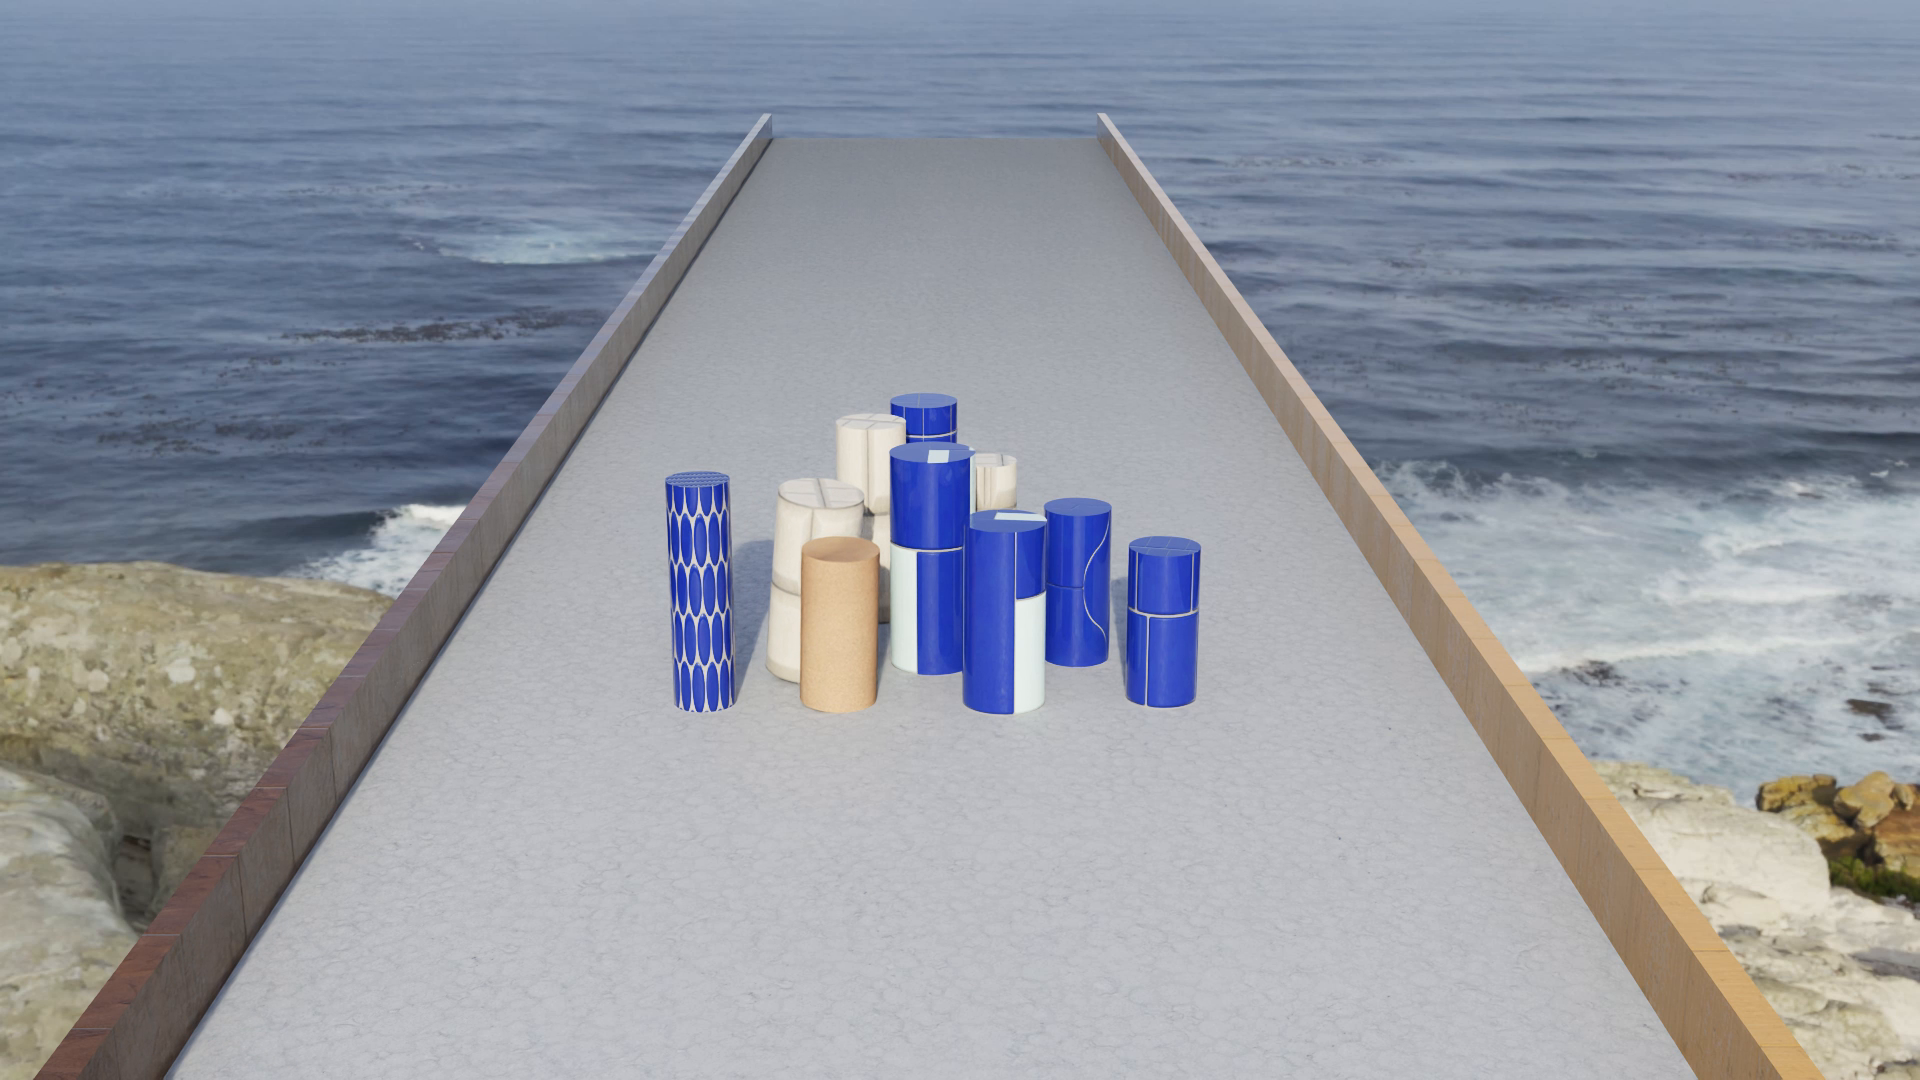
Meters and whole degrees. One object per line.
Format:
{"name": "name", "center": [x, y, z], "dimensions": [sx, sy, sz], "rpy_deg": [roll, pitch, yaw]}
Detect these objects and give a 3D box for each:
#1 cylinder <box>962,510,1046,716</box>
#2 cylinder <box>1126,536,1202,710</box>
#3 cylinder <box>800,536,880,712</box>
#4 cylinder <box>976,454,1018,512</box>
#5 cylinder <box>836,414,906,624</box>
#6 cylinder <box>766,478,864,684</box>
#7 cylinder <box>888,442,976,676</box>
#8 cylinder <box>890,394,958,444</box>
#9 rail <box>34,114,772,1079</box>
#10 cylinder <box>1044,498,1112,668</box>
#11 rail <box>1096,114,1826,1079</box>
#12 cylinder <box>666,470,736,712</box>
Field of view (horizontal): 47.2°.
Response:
{"name": "cylinder", "center": [0.083, 0.135, 4.145], "dimensions": [0.158, 0.357, 0.158], "rpy_deg": [0, 17, 0]}
{"name": "cylinder", "center": [0.385, 0.156, 4.175], "dimensions": [0.136, 0.301, 0.136], "rpy_deg": [0, 17, 0]}
{"name": "cylinder", "center": [-0.227, 0.159, 4.152], "dimensions": [0.147, 0.300, 0.147], "rpy_deg": [2, 19, -1]}
{"name": "cylinder", "center": [0.062, 0.000, 4.622], "dimensions": [0.114, 0.345, 0.114], "rpy_deg": [0, 17, 0]}
{"name": "cylinder", "center": [-0.186, -0.045, 4.638], "dimensions": [0.146, 0.421, 0.146], "rpy_deg": [0, 17, 0]}
{"name": "cylinder", "center": [-0.284, 0.079, 4.288], "dimensions": [0.167, 0.366, 0.167], "rpy_deg": [5, 20, -2]}
{"name": "cylinder", "center": [-0.054, 0.035, 4.350], "dimensions": [0.169, 0.432, 0.169], "rpy_deg": [0, 17, 0]}
{"name": "cylinder", "center": [-0.079, -0.106, 4.856], "dimensions": [0.147, 0.414, 0.147], "rpy_deg": [0, 17, 0]}
{"name": "rail", "center": [-1.118, -0.838, 7.780], "dimensions": [0.050, 0.150, 12.000], "rpy_deg": [0, 17, -1]}
{"name": "cylinder", "center": [0.233, 0.084, 4.396], "dimensions": [0.136, 0.313, 0.136], "rpy_deg": [0, 17, 0]}
{"name": "rail", "center": [0.932, -0.844, 7.801], "dimensions": [0.050, 0.150, 12.000], "rpy_deg": [0, 17, -1]}
{"name": "cylinder", "center": [-0.486, 0.097, 4.130], "dimensions": [0.119, 0.438, 0.119], "rpy_deg": [0, 17, 0]}
